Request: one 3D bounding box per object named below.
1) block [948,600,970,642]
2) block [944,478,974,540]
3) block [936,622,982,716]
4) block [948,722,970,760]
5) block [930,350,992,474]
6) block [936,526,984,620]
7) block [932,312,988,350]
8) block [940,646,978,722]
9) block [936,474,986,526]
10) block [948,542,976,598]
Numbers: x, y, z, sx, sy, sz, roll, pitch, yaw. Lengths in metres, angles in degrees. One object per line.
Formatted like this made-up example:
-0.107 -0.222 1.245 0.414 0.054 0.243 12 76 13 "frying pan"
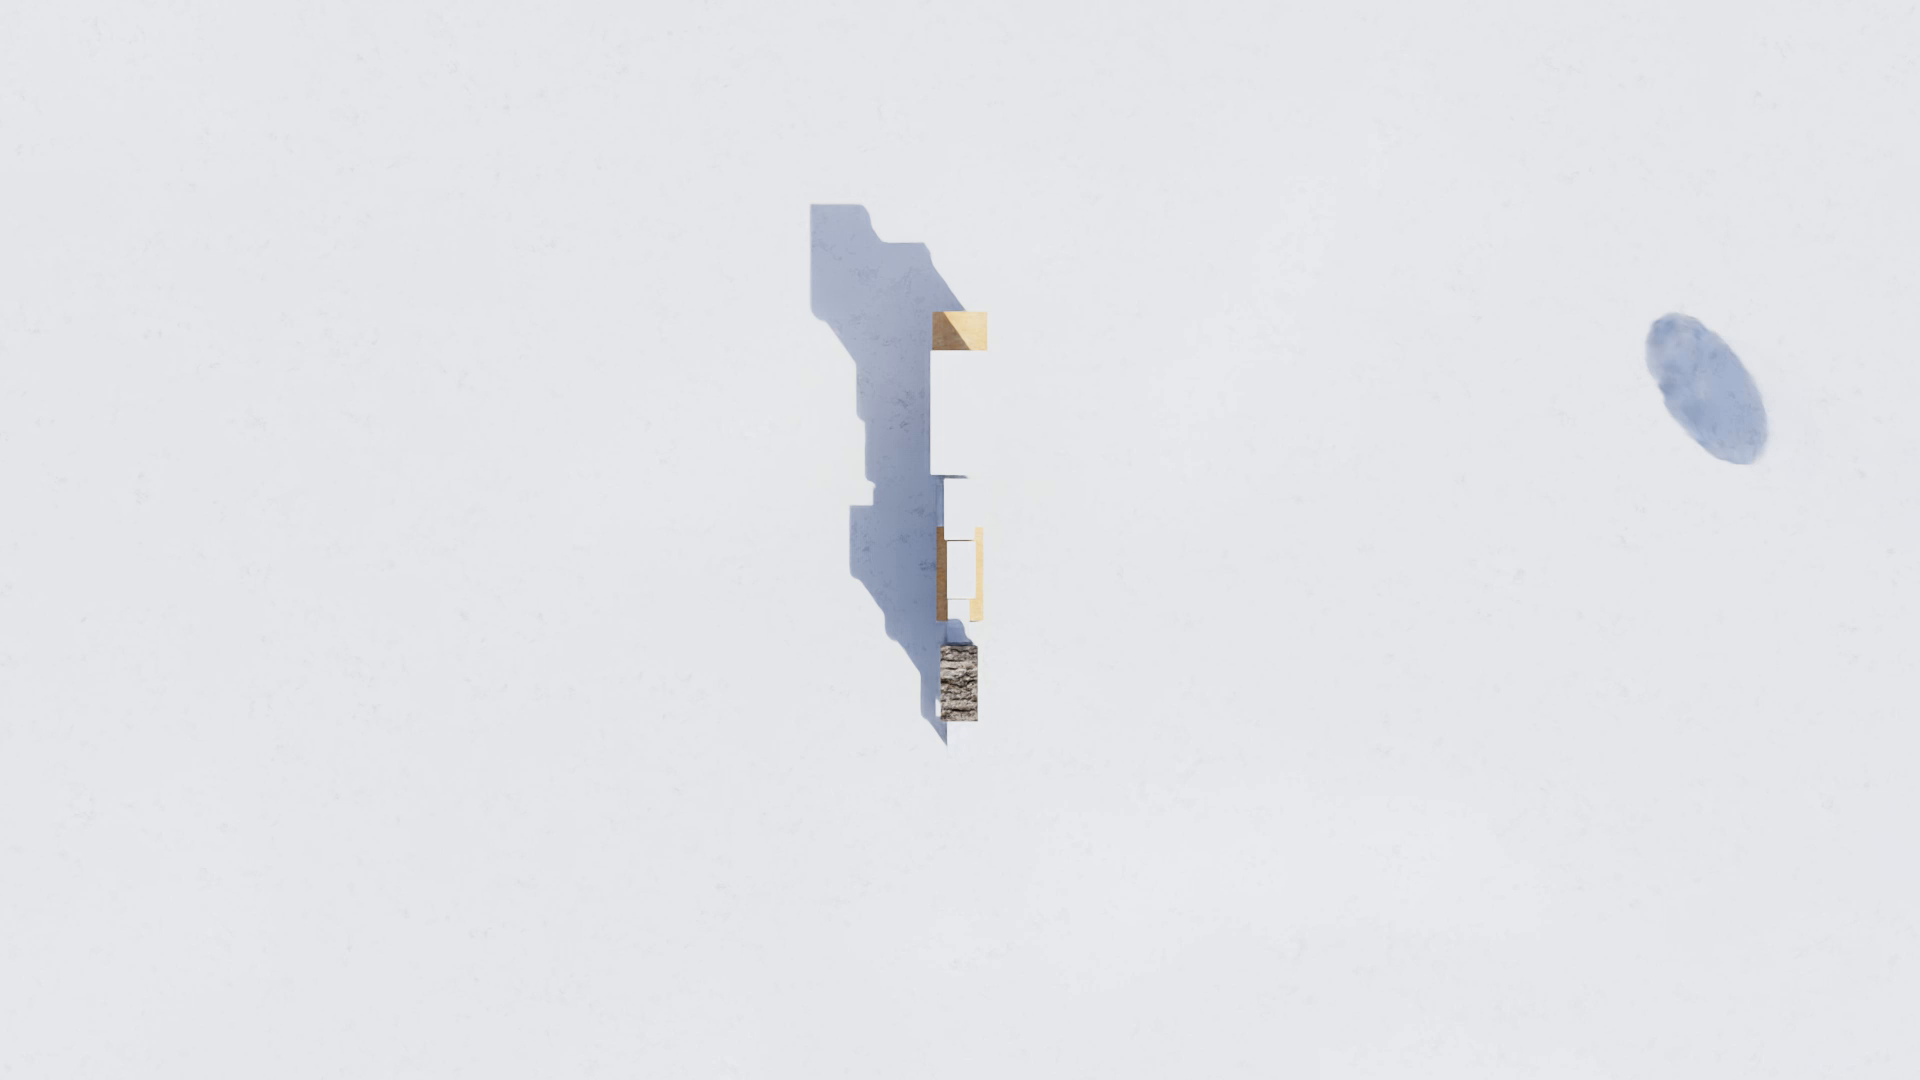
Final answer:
-0.004 0.246 5.025 0.065 0.018 0.130 0 90 0 "block"
-0.001 -0.092 4.945 0.091 0.026 0.182 0 90 0 "block"
-0.003 0.404 5.186 0.147 0.042 0.293 0 90 0 "block"
-0.003 0.632 5.337 0.076 0.022 0.152 0 90 0 "block"
0.005 -0.364 4.733 0.176 0.050 0.353 0 90 0 "block"
0.000 0.106 5.186 0.147 0.042 0.293 0 90 0 "block"
-0.001 -0.537 5.135 0.171 0.048 0.341 0 90 0 "block"
-0.002 0.428 4.925 0.112 0.032 0.224 0 90 0 "block"
0.004 -0.204 5.162 0.158 0.045 0.316 0 90 0 "block"
0.005 0.090 4.981 0.086 0.024 0.172 0 90 0 "block"
